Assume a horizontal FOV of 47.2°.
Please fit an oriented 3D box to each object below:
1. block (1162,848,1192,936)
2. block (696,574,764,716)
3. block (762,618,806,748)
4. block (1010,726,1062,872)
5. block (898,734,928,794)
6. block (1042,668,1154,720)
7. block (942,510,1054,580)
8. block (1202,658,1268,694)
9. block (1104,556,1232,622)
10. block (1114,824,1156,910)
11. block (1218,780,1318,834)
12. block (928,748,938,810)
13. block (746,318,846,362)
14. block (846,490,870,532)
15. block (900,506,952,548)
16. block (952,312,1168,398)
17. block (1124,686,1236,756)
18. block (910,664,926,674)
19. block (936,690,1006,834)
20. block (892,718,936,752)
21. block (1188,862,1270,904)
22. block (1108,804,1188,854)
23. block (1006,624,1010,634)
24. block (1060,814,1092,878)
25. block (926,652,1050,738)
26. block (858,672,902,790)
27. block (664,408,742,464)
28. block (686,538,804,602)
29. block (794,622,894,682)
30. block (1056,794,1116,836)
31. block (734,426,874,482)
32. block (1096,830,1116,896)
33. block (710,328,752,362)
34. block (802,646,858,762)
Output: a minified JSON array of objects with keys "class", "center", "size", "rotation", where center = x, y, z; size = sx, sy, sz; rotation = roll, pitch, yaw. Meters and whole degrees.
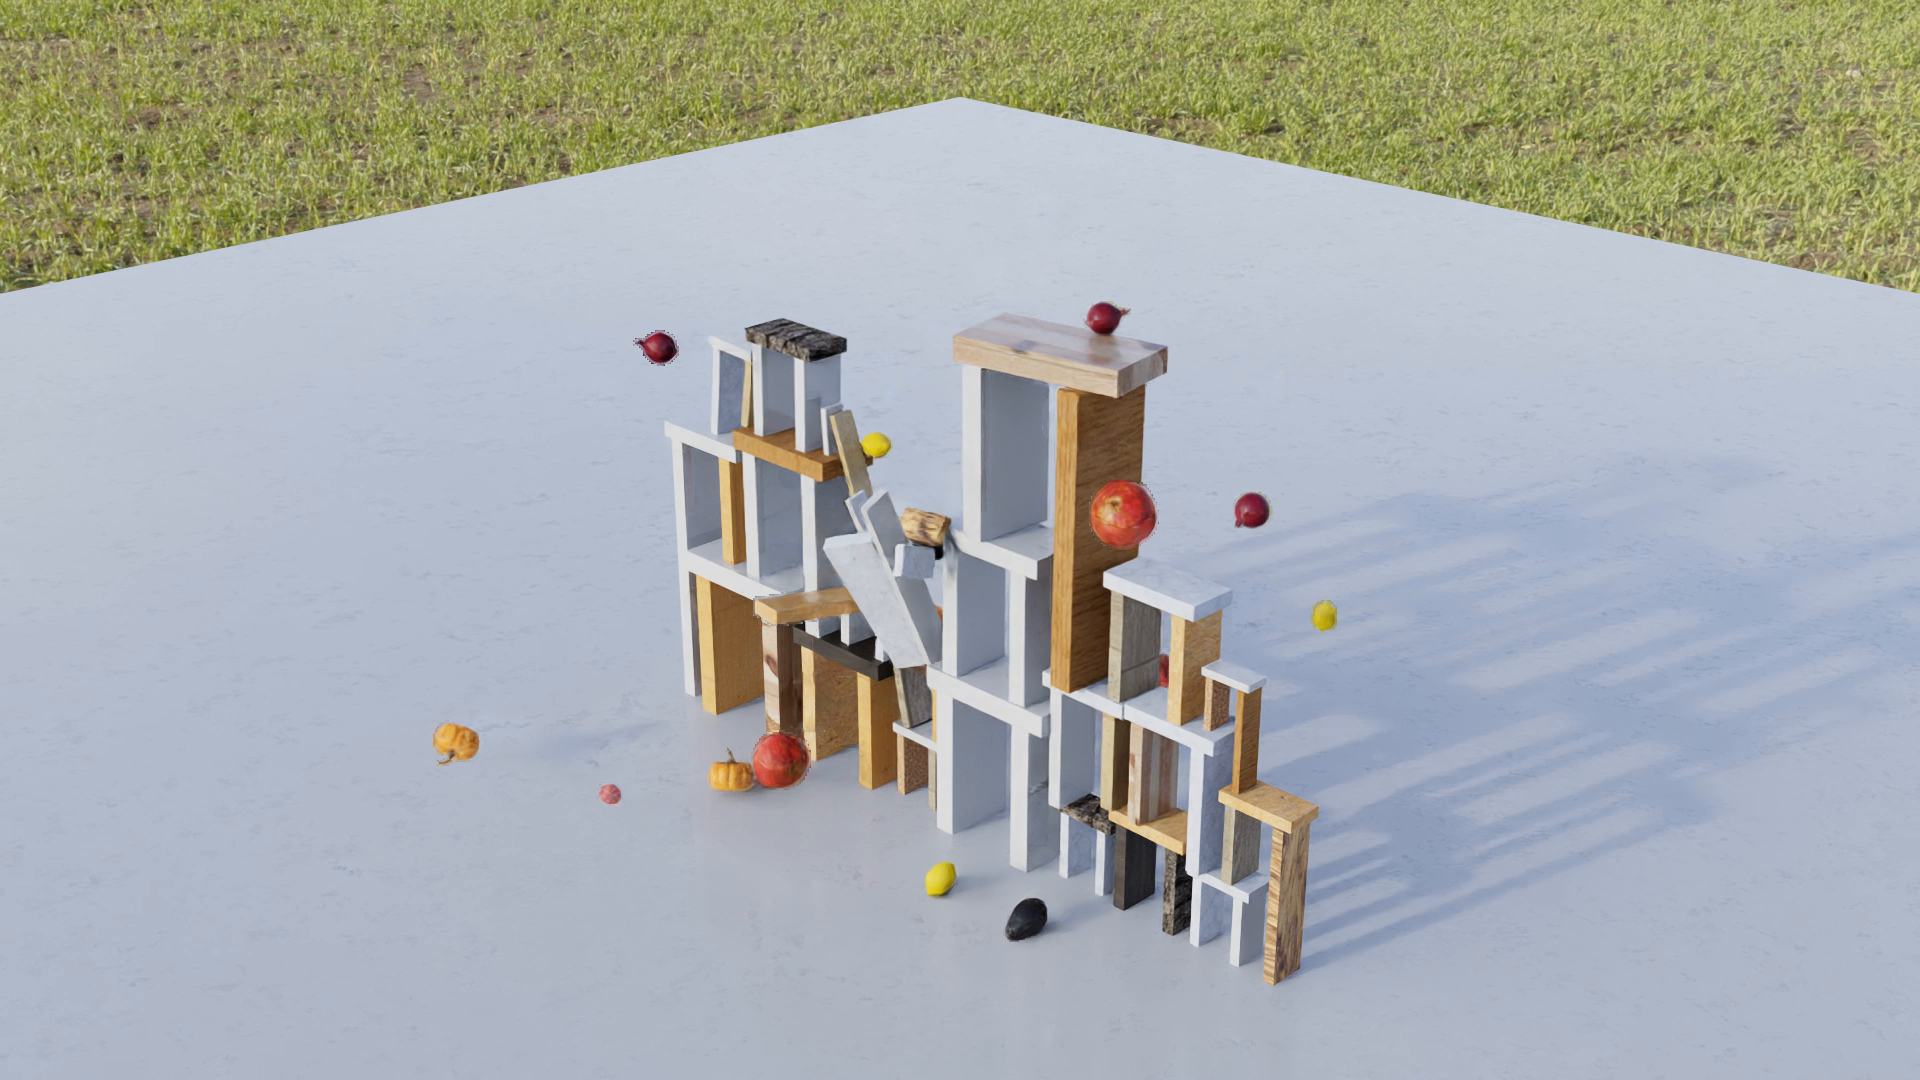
[{"class":"block","center":[0.414,0.630,4.046],"size":[0.090,0.179,0.025],"rotation":[-21,31,-41]},{"class":"block","center":[-0.496,0.208,4.854],"size":[0.046,0.326,0.163],"rotation":[21,31,41]},{"class":"block","center":[-0.343,0.268,4.713],"size":[0.046,0.326,0.163],"rotation":[21,31,41]},{"class":"block","center":[0.168,0.475,4.249],"size":[0.153,0.306,0.043],"rotation":[-21,30,-40]},{"class":"block","center":[-0.097,0.449,4.525],"size":[0.069,0.138,0.020],"rotation":[-21,31,-40]},{"class":"block","center":[0.258,0.271,4.057],"size":[0.099,0.028,0.197],"rotation":[-20,30,-40]},{"class":"block","center":[0.091,0.001,4.125],"size":[0.269,0.038,0.135],"rotation":[21,31,40]},{"class":"block","center":[0.475,0.235,3.806],"size":[0.051,0.015,0.103],"rotation":[-21,31,-40]},{"class":"block","center":[0.365,0.085,3.870],"size":[0.104,0.029,0.208],"rotation":[-21,31,-40]},{"class":"block","center":[0.329,0.597,4.124],"size":[0.025,0.179,0.090],"rotation":[21,31,41]},{"class":"block","center":[0.538,0.460,3.837],"size":[0.157,0.022,0.079],"rotation":[21,31,41]},{"class":"block","center":[-0.032,0.475,4.465],"size":[0.069,0.138,0.020],"rotation":[-21,31,-40]},{"class":"block","center":[-0.329,-0.402,4.414],"size":[0.098,0.028,0.195],"rotation":[-21,31,-40]},{"class":"block","center":[-0.191,-0.045,4.389],"size":[0.014,0.096,0.048],"rotation":[-10,19,45]},{"class":"block","center":[-0.070,-0.024,4.154],"size":[0.017,0.059,0.119],"rotation":[34,-13,-39]},{"class":"block","center":[0.176,-0.332,3.917],"size":[0.344,0.049,0.172],"rotation":[15,27,31]},{"class":"block","center":[0.403,0.322,3.918],"size":[0.204,0.029,0.102],"rotation":[21,31,40]},{"class":"block","center":[-0.060,0.242,4.401],"size":[0.070,0.020,0.140],"rotation":[-20,30,-38]},{"class":"block","center":[0.024,0.419,4.381],"size":[0.043,0.306,0.153],"rotation":[21,31,41]},{"class":"block","center":[-0.064,0.390,4.464],"size":[0.069,0.020,0.138],"rotation":[-21,31,-40]},{"class":"block","center":[0.485,0.605,3.952],"size":[0.070,0.020,0.139],"rotation":[-21,31,-41]},{"class":"block","center":[0.370,0.520,4.045],"size":[0.090,0.025,0.179],"rotation":[-21,30,-40]},{"class":"block","center":[0.009,0.223,4.690],"size":[0.199,0.099,0.028],"rotation":[-13,68,-49]},{"class":"block","center":[0.224,0.575,4.228],"size":[0.069,0.138,0.020],"rotation":[-21,31,-41]},{"class":"block","center":[0.098,0.287,4.245],"size":[0.306,0.043,0.153],"rotation":[21,31,41]},{"class":"block","center":[-0.149,0.375,4.545],"size":[0.037,0.259,0.130],"rotation":[21,31,41]},{"class":"block","center":[-0.508,-0.224,4.684],"size":[0.238,0.034,0.119],"rotation":[21,31,41]},{"class":"block","center":[-0.419,0.067,4.711],"size":[0.326,0.046,0.163],"rotation":[21,31,41]},{"class":"block","center":[-0.210,0.215,4.544],"size":[0.130,0.037,0.259],"rotation":[-21,31,-41]},{"class":"block","center":[0.256,0.516,4.168],"size":[0.069,0.020,0.138],"rotation":[-21,31,-40]},{"class":"block","center":[-0.322,-0.190,4.500],"size":[0.275,0.039,0.138],"rotation":[21,31,41]},{"class":"block","center":[0.289,0.601,4.169],"size":[0.020,0.138,0.069],"rotation":[22,31,40]},{"class":"block","center":[-0.443,-0.402,4.533],"size":[0.076,0.021,0.151],"rotation":[-18,29,-36]},{"class":"block","center":[-0.271,0.327,4.658],"size":[0.037,0.259,0.130],"rotation":[21,31,41]}]
